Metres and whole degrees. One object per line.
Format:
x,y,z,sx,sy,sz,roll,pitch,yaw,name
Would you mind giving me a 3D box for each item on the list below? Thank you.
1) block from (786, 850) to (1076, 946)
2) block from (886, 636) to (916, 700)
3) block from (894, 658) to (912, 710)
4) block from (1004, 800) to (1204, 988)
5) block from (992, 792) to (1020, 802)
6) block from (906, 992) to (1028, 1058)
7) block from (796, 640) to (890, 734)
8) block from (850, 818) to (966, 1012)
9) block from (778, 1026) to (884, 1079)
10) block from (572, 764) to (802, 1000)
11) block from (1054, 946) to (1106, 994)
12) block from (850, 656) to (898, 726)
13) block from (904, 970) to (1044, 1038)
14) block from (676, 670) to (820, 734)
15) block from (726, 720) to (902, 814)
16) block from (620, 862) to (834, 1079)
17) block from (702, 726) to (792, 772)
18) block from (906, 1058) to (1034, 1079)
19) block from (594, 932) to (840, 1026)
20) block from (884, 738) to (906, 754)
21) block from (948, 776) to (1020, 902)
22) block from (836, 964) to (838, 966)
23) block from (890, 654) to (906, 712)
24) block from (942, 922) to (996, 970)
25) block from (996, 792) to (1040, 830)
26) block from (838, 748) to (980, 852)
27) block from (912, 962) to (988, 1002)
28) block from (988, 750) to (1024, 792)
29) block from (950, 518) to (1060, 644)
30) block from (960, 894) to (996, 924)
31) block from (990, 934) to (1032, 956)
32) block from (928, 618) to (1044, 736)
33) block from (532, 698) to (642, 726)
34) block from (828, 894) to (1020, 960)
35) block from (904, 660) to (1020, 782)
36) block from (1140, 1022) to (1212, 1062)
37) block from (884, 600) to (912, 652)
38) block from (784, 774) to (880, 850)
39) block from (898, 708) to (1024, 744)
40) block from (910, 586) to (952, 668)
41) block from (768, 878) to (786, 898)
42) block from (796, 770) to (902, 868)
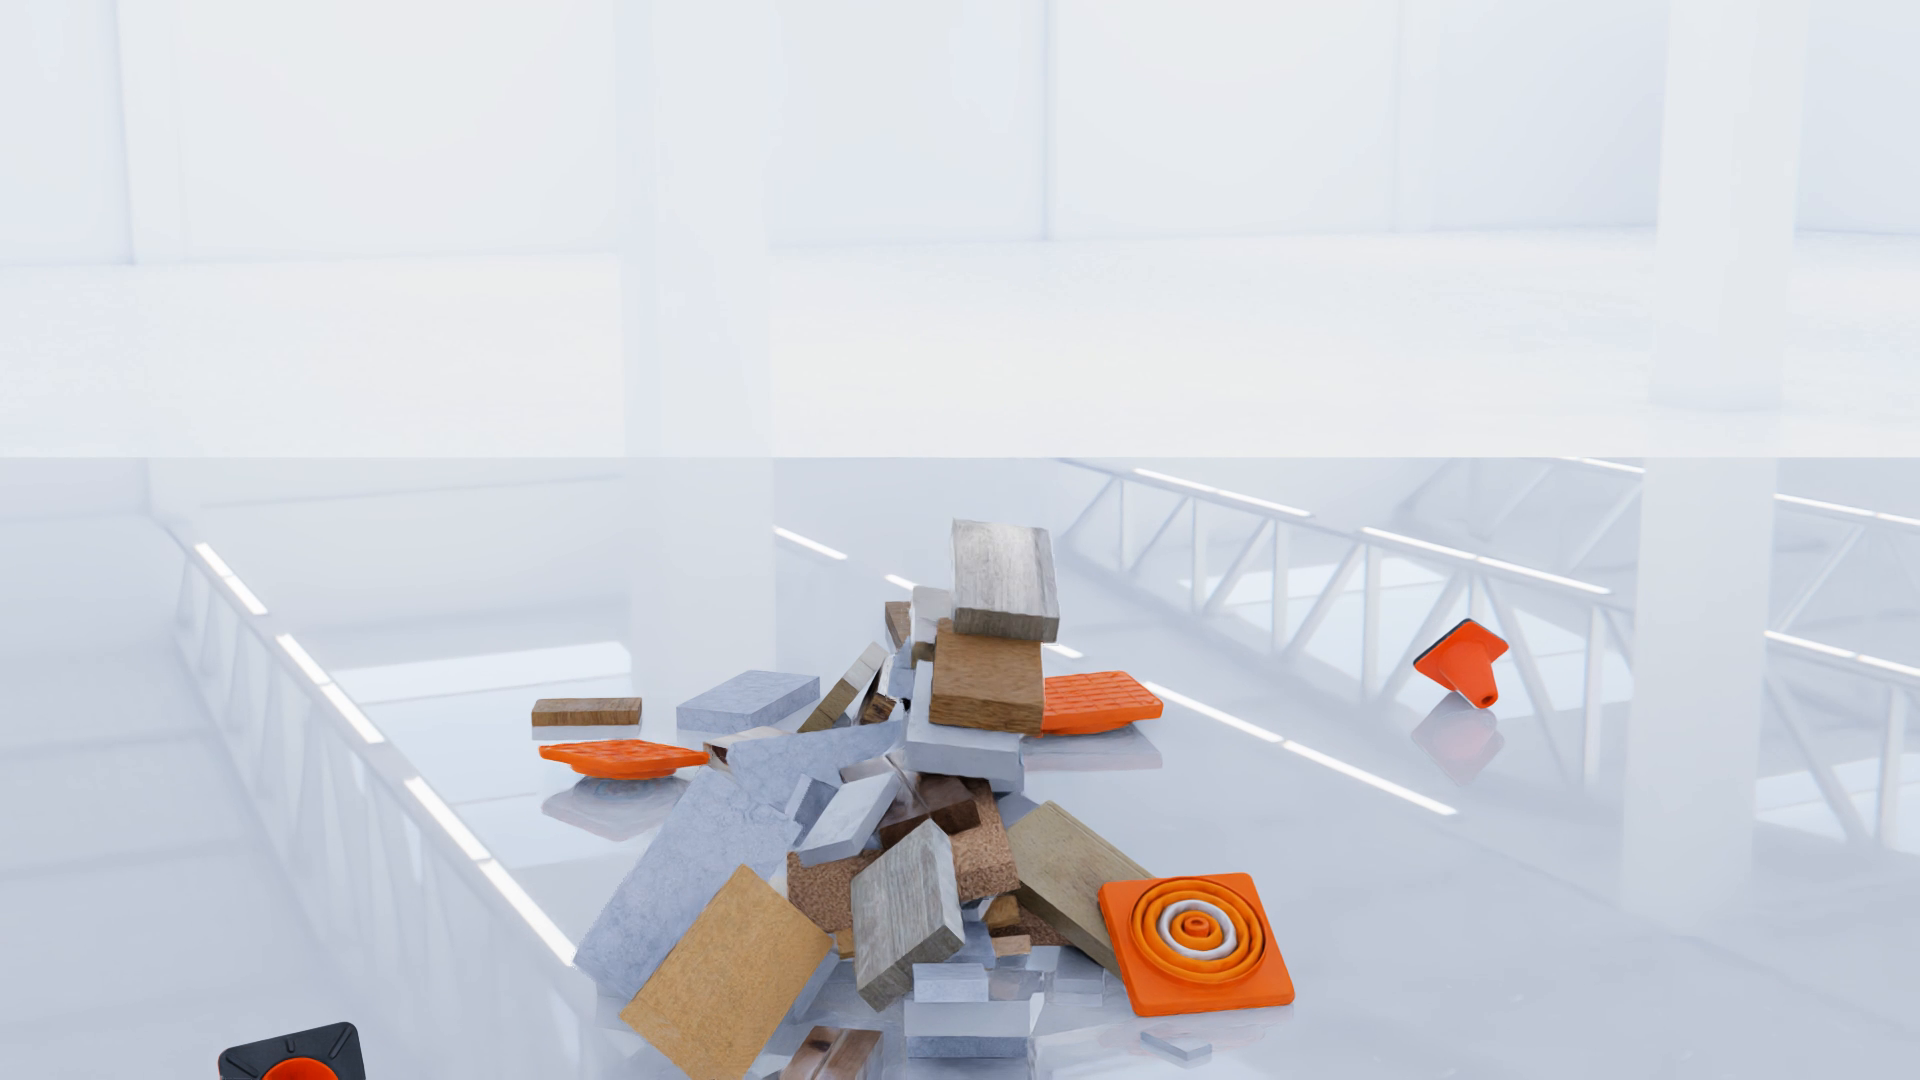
-0.011,0.554,3.407,0.510,0.046,0.161,0,39,-6,block
-0.027,0.242,4.056,0.178,0.050,0.456,8,5,2,block
-0.041,0.326,4.630,0.155,0.044,0.310,-2,21,-10,block
0.199,0.538,3.376,0.321,0.046,0.161,34,47,31,block
0.012,0.501,3.793,0.167,0.047,0.335,1,25,4,block
0.007,0.655,2.983,0.156,0.044,0.311,0,-4,-1,block
-0.248,0.326,4.649,0.048,0.168,0.336,40,14,0,block
-0.077,0.520,3.081,0.154,0.044,0.309,-39,18,10,block
-0.189,0.721,2.888,0.098,0.028,0.339,2,11,12,block
-0.392,0.513,3.193,0.175,0.049,0.349,33,55,0,block
0.182,0.645,3.313,0.071,0.020,0.142,1,10,7,block
-0.177,0.350,4.527,0.044,0.155,0.310,27,10,-4,block
0.023,0.603,2.873,0.156,0.044,0.311,-1,-4,5,block
-0.458,0.354,4.805,0.175,0.050,0.350,4,11,21,block
-0.243,0.434,4.173,0.370,0.044,0.155,-5,46,-27,block
-0.313,0.600,3.021,0.175,0.049,0.349,41,28,0,block
-0.334,0.437,4.361,0.336,0.048,0.168,9,14,41,block
0.010,0.686,2.797,0.156,0.044,0.311,0,-4,-1,block
-0.358,0.626,3.240,0.321,0.046,0.161,4,26,20,block
-0.068,0.370,3.851,0.095,0.027,0.190,3,16,18,block
-0.014,0.450,3.430,0.154,0.044,0.489,-13,14,-2,block
-0.264,0.637,3.362,0.142,0.020,0.071,-3,11,-18,block
-0.039,0.336,4.737,0.175,0.050,0.350,-2,21,-10,block
0.006,0.589,3.192,0.077,0.022,0.154,0,8,-5,block
-0.025,0.509,3.543,0.377,0.027,0.095,-24,28,-31,block
-0.084,0.404,3.479,0.154,0.044,0.309,-17,15,-11,block
-0.013,0.562,2.797,0.092,0.026,0.184,0,-4,-2,block
0.021,0.372,3.980,0.167,0.047,0.335,-1,16,-2,block
0.075,0.069,3.911,0.179,0.051,0.357,6,25,-4,block
0.013,0.538,3.304,0.071,0.020,0.162,-9,9,15,block
0.009,0.617,3.303,0.190,0.027,0.095,-5,-11,-2,block
0.045,0.223,3.660,0.179,0.051,0.357,7,18,-1,block
-0.806,0.371,4.758,0.226,0.032,0.113,-1,11,-3,block
-0.131,0.597,3.294,0.444,0.013,0.047,-12,37,0,block
0.008,0.292,3.605,0.178,0.050,0.355,6,18,0,block
0.300,0.697,3.056,0.047,0.013,0.094,-8,13,-37,block
-0.056,0.263,5.294,0.175,0.050,0.885,-1,11,-7,block
-0.195,0.482,3.678,0.226,0.113,0.032,28,-5,-37,block
0.015,0.317,3.830,0.178,0.050,0.355,8,5,8,block
0.001,0.167,4.022,0.179,0.051,0.357,7,14,-3,block
-0.314,0.594,3.572,0.098,0.028,0.196,2,11,9,block
-0.168,0.425,3.359,0.098,0.028,0.196,-17,18,26,block
